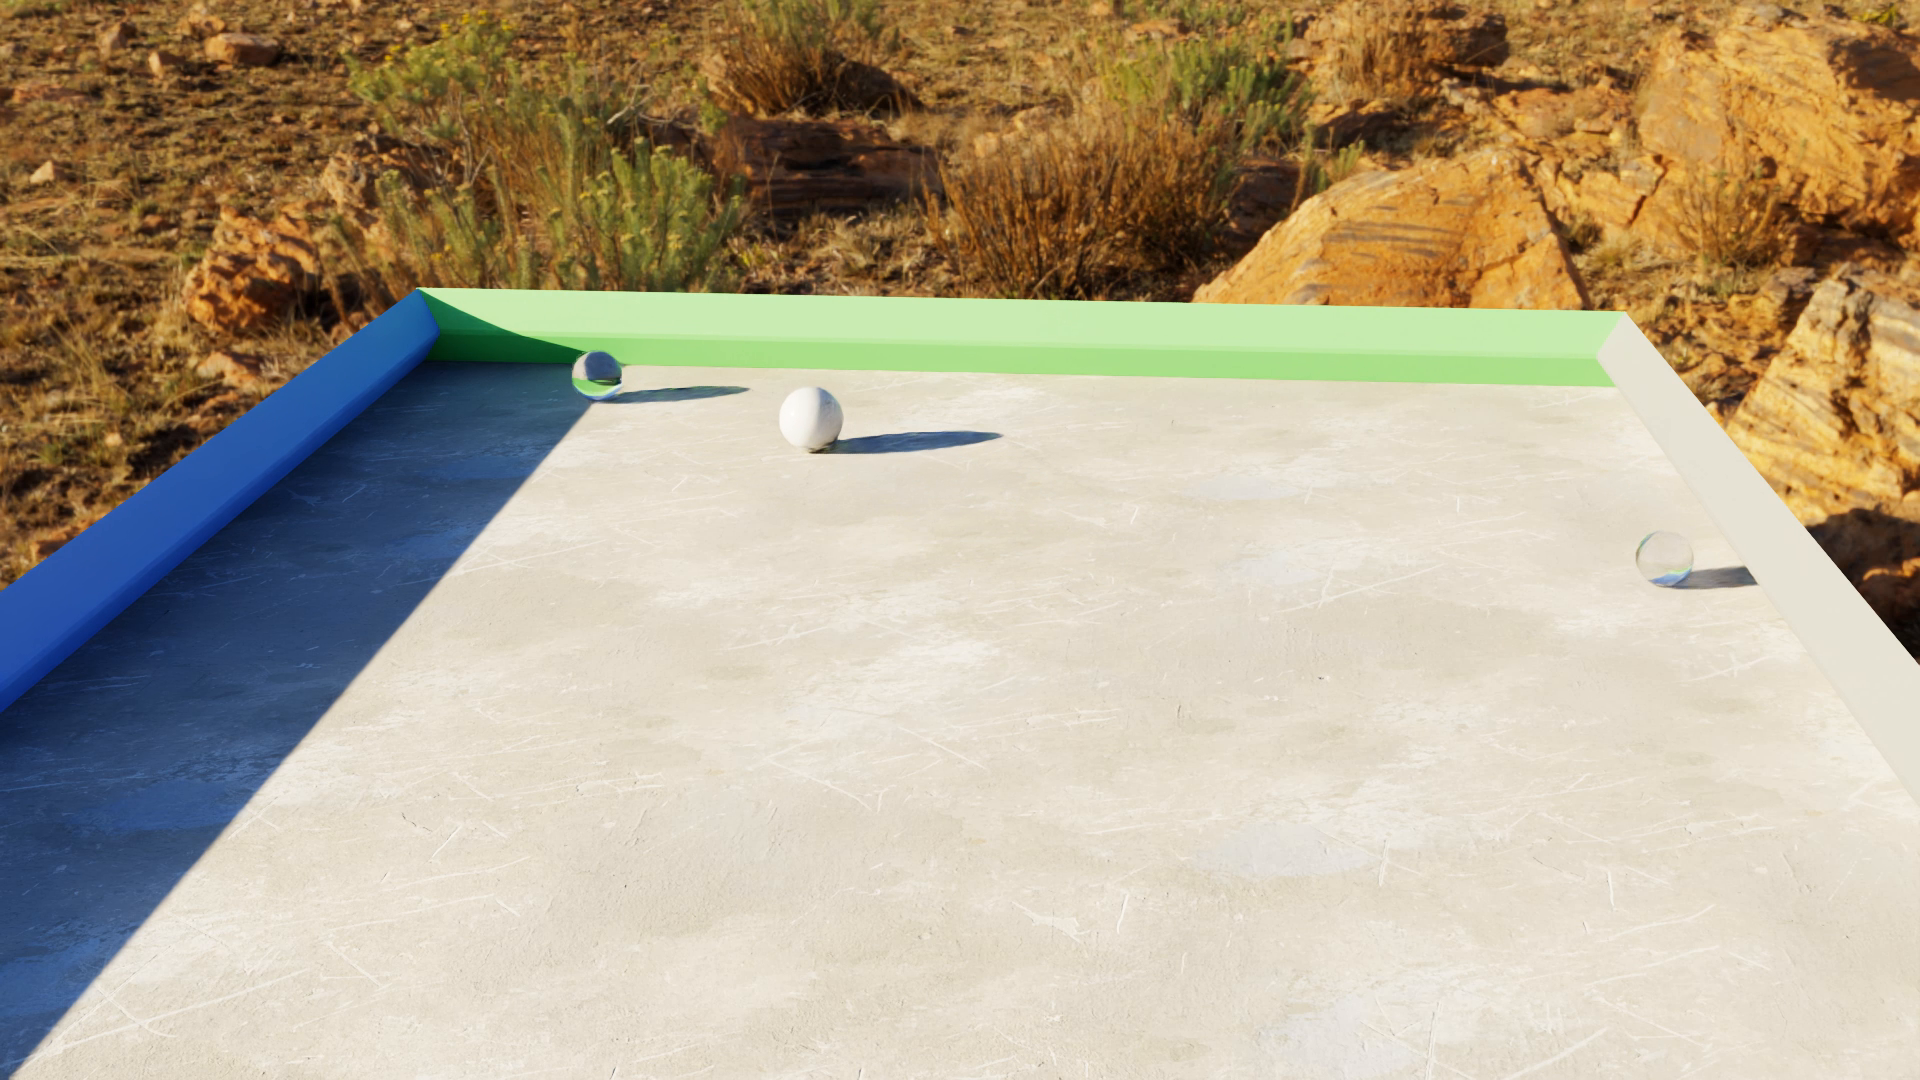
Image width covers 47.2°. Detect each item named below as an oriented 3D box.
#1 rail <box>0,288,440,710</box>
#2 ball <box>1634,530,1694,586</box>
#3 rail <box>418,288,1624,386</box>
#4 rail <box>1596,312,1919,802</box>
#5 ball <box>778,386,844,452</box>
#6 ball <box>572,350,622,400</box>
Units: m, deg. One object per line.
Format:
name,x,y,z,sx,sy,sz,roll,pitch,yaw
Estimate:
rail,-0.965,0.253,1.788,0.045,0.114,3.496,2,20,5
ball,0.804,0.021,2.509,0.064,0.064,0.064,0,20,0
rail,0.072,-0.303,3.334,1.837,0.114,0.045,2,20,5
rail,0.818,0.303,1.646,0.045,0.114,3.496,2,20,5
ball,-0.202,-0.164,2.989,0.088,0.088,0.088,0,20,0
ball,-0.532,-0.241,3.223,0.074,0.074,0.074,0,20,0
